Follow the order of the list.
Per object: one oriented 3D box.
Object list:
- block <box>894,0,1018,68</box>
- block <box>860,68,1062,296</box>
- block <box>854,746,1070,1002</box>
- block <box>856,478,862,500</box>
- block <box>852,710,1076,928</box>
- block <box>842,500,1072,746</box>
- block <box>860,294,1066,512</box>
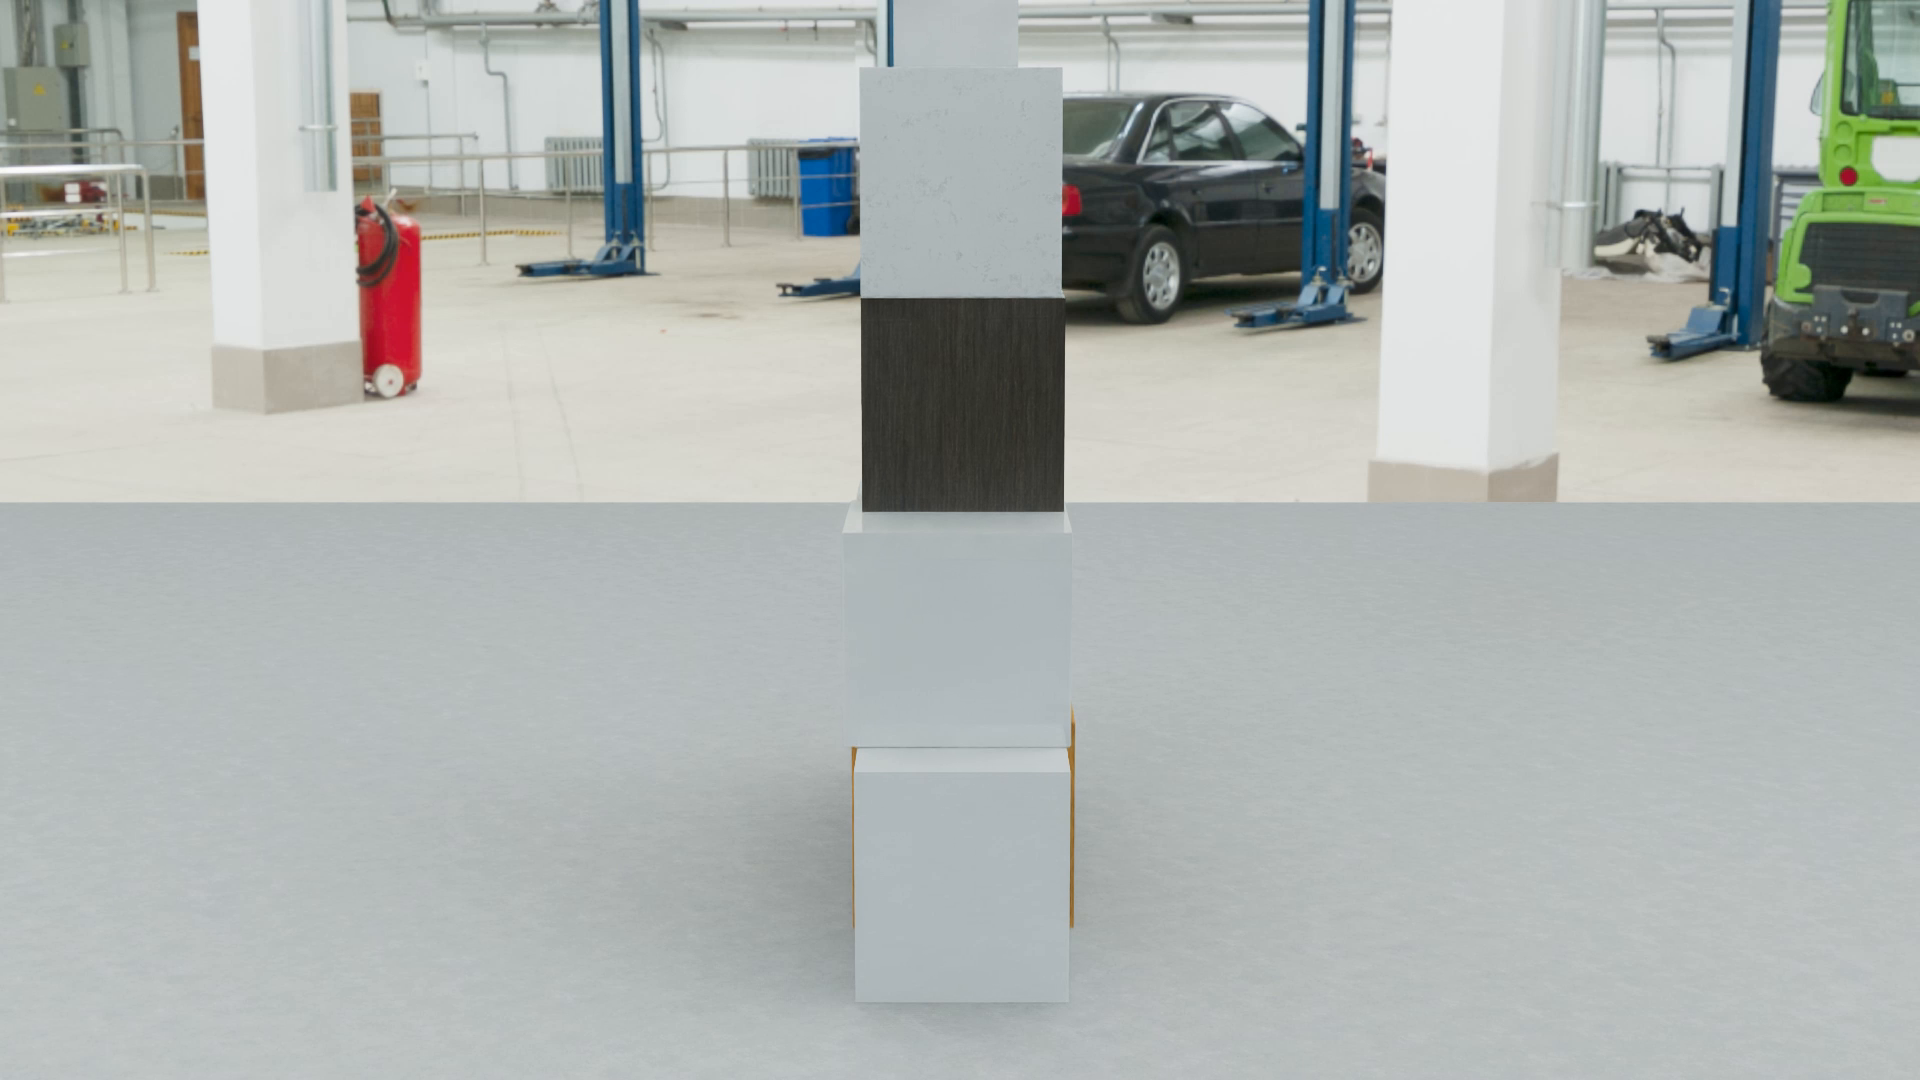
[{"bbox_3d":[-0.017,-2.266,10.803,0.515,0.560,0.467,0,9,0],"label":"block"},{"bbox_3d":[0.004,-1.491,10.617,0.806,0.905,0.782,0,10,0],"label":"block"},{"bbox_3d":[0.008,1.245,10.169,0.817,0.911,0.864,0,10,0],"label":"block"},{"bbox_3d":[-0.010,0.109,12.051,0.909,0.805,0.931,0,10,0],"label":"block"},{"bbox_3d":[0.014,1.099,11.071,0.919,0.877,0.942,0,10,0],"label":"block"},{"bbox_3d":[-0.010,0.320,10.340,0.885,0.846,0.821,0,10,0],"label":"block"},{"bbox_3d":[0.012,-0.609,10.706,0.816,0.863,0.836,0,10,0],"label":"block"}]
